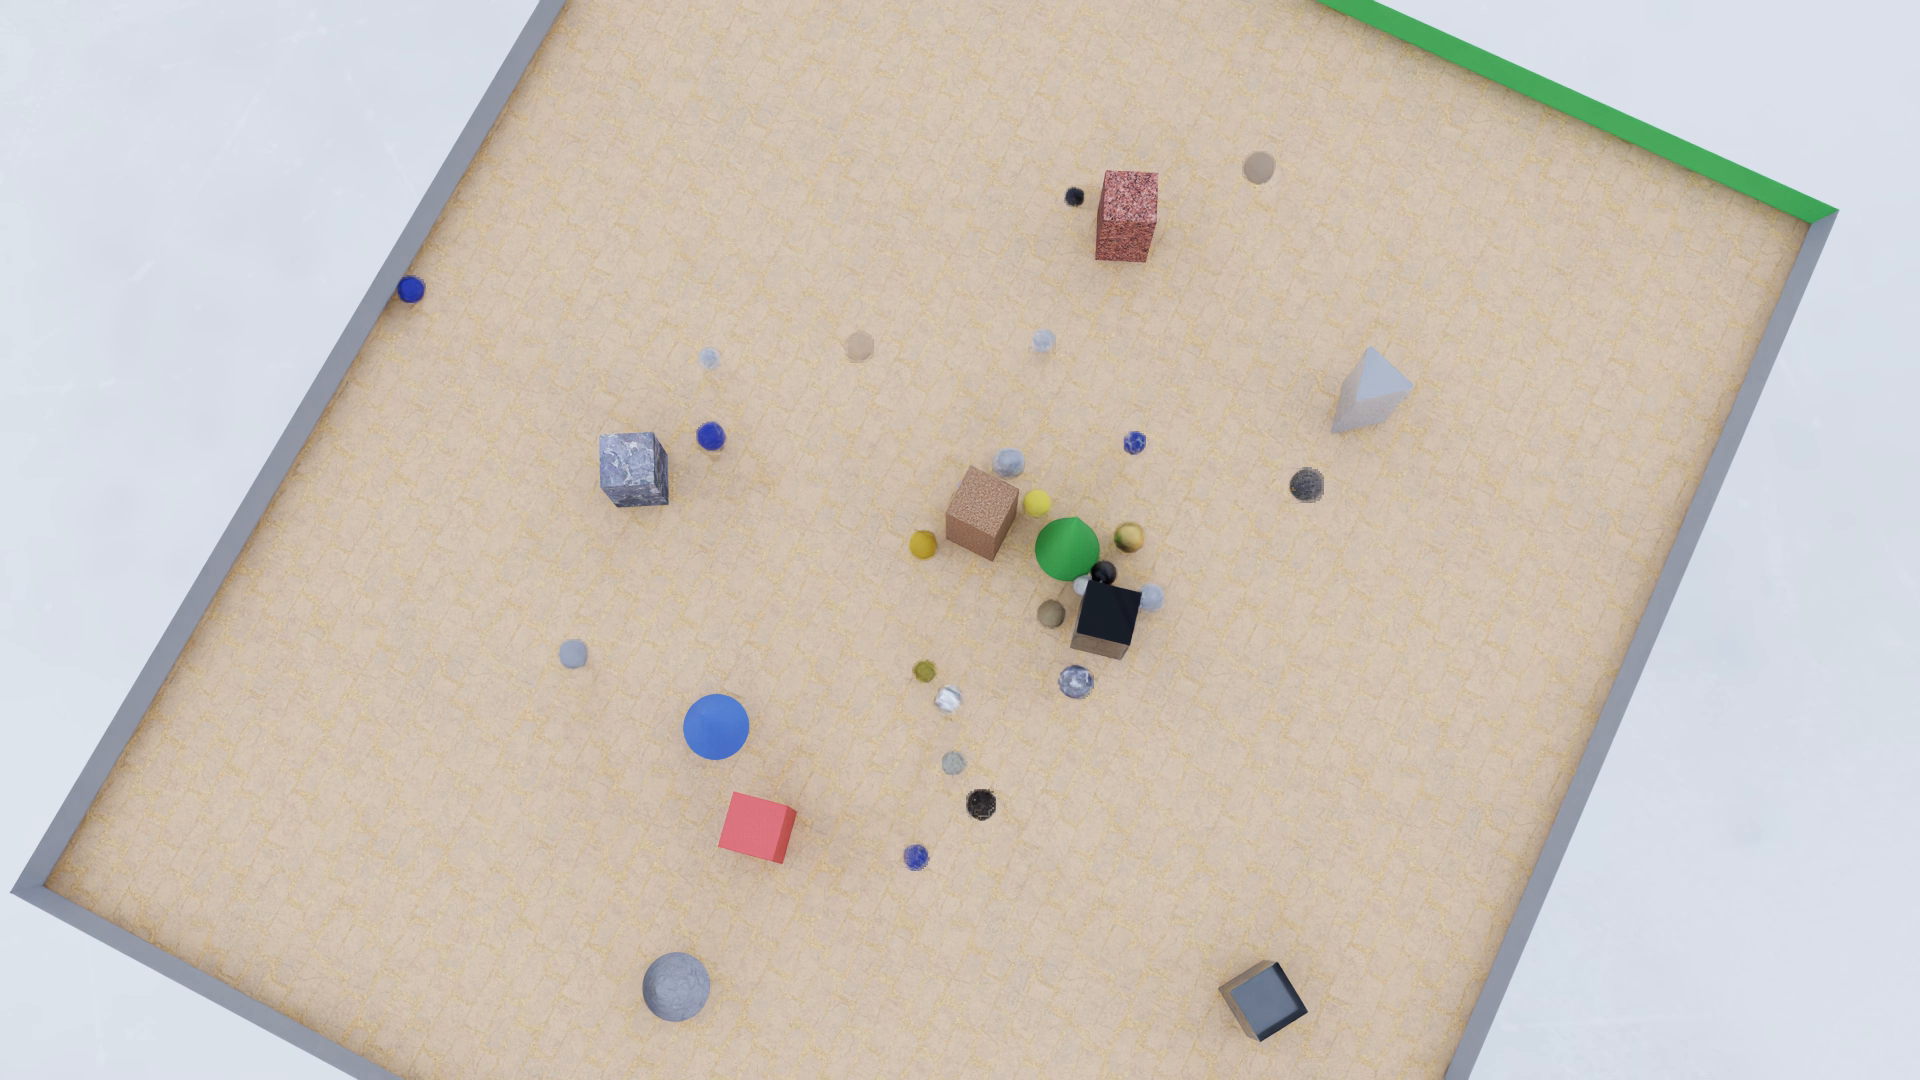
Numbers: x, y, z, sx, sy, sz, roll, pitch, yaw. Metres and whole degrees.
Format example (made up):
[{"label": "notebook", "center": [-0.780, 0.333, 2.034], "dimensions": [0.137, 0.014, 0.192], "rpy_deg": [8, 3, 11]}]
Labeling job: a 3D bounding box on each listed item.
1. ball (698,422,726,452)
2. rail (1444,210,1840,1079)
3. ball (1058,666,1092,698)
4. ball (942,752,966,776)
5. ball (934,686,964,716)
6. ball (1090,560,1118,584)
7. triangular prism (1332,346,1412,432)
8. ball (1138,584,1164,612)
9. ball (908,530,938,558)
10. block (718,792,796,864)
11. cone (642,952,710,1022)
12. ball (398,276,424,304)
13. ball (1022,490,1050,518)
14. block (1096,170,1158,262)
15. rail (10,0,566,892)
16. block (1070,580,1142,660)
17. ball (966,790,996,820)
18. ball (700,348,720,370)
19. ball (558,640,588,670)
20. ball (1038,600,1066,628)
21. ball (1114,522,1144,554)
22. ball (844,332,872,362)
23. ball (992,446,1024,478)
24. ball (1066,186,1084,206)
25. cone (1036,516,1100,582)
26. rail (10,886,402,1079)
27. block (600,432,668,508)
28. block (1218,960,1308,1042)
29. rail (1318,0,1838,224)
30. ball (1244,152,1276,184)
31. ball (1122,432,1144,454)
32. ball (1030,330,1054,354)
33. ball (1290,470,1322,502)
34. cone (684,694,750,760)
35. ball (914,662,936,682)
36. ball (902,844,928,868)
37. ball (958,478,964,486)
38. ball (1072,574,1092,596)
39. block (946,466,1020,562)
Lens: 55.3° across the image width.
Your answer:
[{"label": "ball", "center": [-0.763, -0.317, 5.638], "dimensions": [0.087, 0.087, 0.087], "rpy_deg": [0, 78, 0]}, {"label": "rail", "center": [1.751, 0.864, 5.371], "dimensions": [0.045, 0.129, 4.314], "rpy_deg": [26, 80, 5]}, {"label": "ball", "center": [0.344, 0.424, 5.478], "dimensions": [0.099, 0.099, 0.099], "rpy_deg": [0, 78, 0]}, {"label": "ball", "center": [-0.021, 0.664, 5.443], "dimensions": [0.071, 0.071, 0.071], "rpy_deg": [0, 78, 0]}, {"label": "ball", "center": [-0.033, 0.480, 5.473], "dimensions": [0.086, 0.086, 0.086], "rpy_deg": [0, 78, 0]}, {"label": "ball", "center": [0.436, 0.101, 5.555], "dimensions": [0.079, 0.079, 0.079], "rpy_deg": [0, 78, 0]}, {"label": "triangular prism", "center": [1.218, -0.460, 5.525], "dimensions": [0.172, 0.365, 0.149], "rpy_deg": [-14, 79, -3]}, {"label": "ball", "center": [0.575, 0.175, 5.536], "dimensions": [0.087, 0.087, 0.087], "rpy_deg": [0, 78, 0]}, {"label": "ball", "center": [-0.112, 0.013, 5.569], "dimensions": [0.088, 0.088, 0.088], "rpy_deg": [0, 78, 0]}, {"label": "block", "center": [-0.581, 0.833, 5.290], "dimensions": [0.159, 0.302, 0.159], "rpy_deg": [14, 79, 3]}, {"label": "cone", "center": [-0.828, 1.267, 5.168], "dimensions": [0.198, 0.366, 0.198], "rpy_deg": [0, 78, 0]}, {"label": "ball", "center": [-1.719, -0.782, 5.736], "dimensions": [0.082, 0.082, 0.082], "rpy_deg": [0, 78, 0]}, {"label": "ball", "center": [0.234, -0.110, 5.597], "dimensions": [0.084, 0.084, 0.084], "rpy_deg": [0, 78, 0]}, {"label": "block", "center": [0.512, -0.994, 5.649], "dimensions": [0.159, 0.339, 0.159], "rpy_deg": [3, 78, 1]}, {"label": "rail", "center": [-1.751, -0.851, 5.726], "dimensions": [0.045, 0.129, 4.314], "rpy_deg": [26, 80, 5]}, {"label": "block", "center": [0.429, 0.239, 5.412], "dimensions": [0.159, 0.304, 0.159], "rpy_deg": [14, 79, 3]}, {"label": "ball", "center": [0.065, 0.782, 5.409], "dimensions": [0.089, 0.089, 0.089], "rpy_deg": [0, 78, 0]}, {"label": "ball", "center": [-0.777, -0.561, 5.699], "dimensions": [0.067, 0.067, 0.067], "rpy_deg": [0, 78, 0]}, {"label": "ball", "center": [-1.160, 0.344, 5.501], "dimensions": [0.087, 0.087, 0.087], "rpy_deg": [0, 78, 0]}, {"label": "ball", "center": [0.276, 0.222, 5.527], "dimensions": [0.086, 0.086, 0.086], "rpy_deg": [0, 78, 0]}, {"label": "ball", "center": [0.514, -0.007, 5.570], "dimensions": [0.093, 0.093, 0.093], "rpy_deg": [0, 78, 0]}, {"label": "ball", "center": [-0.315, -0.599, 5.695], "dimensions": [0.089, 0.089, 0.089], "rpy_deg": [0, 78, 0]}, {"label": "ball", "center": [0.147, -0.238, 5.617], "dimensions": [0.095, 0.095, 0.095], "rpy_deg": [0, 78, 0]}, {"label": "ball", "center": [0.365, -1.089, 5.811], "dimensions": [0.060, 0.060, 0.060], "rpy_deg": [0, 78, 0]}, {"label": "cone", "center": [0.329, -0.018, 5.381], "dimensions": [0.198, 0.468, 0.198], "rpy_deg": [0, 78, 0]}, {"label": "rail", "center": [-0.954, 1.875, 5.162], "dimensions": [3.963, 0.129, 0.045], "rpy_deg": [26, 80, 5]}, {"label": "block", "center": [-0.980, -0.210, 5.520], "dimensions": [0.159, 0.274, 0.159], "rpy_deg": [-3, 78, -1]}, {"label": "block", "center": [0.861, 1.310, 5.221], "dimensions": [0.159, 0.244, 0.159], "rpy_deg": [-30, 80, -6]}, {"label": "rail", "center": [0.954, -1.861, 5.935], "dimensions": [3.963, 0.129, 0.045], "rpy_deg": [26, 80, 5]}, {"label": "ball", "center": [0.949, -1.179, 5.810], "dimensions": [0.099, 0.099, 0.099], "rpy_deg": [0, 78, 0]}, {"label": "ball", "center": [0.535, -0.297, 5.643], "dimensions": [0.068, 0.068, 0.068], "rpy_deg": [0, 78, 0]}, {"label": "ball", "center": [0.257, -0.617, 5.708], "dimensions": [0.072, 0.072, 0.072], "rpy_deg": [0, 78, 0]}, {"label": "ball", "center": [1.059, -0.167, 5.601], "dimensions": [0.099, 0.099, 0.099], "rpy_deg": [0, 78, 0]}, {"label": "cone", "center": [-0.732, 0.528, 5.341], "dimensions": [0.198, 0.325, 0.198], "rpy_deg": [0, 78, 0]}, {"label": "ball", "center": [-0.105, 0.396, 5.502], "dimensions": [0.065, 0.065, 0.065], "rpy_deg": [0, 78, 0]}, {"label": "ball", "center": [-0.132, 0.929, 5.388], "dimensions": [0.071, 0.071, 0.071], "rpy_deg": [0, 78, 0]}, {"label": "ball", "center": [0.015, -0.166, 5.628], "dimensions": [0.045, 0.045, 0.045], "rpy_deg": [0, 78, 0]}, {"label": "ball", "center": [0.374, 0.138, 5.555], "dimensions": [0.065, 0.065, 0.065], "rpy_deg": [0, 78, 0]}, {"label": "block", "center": [0.065, -0.075, 5.444], "dimensions": [0.159, 0.369, 0.159], "rpy_deg": [26, 80, 5]}]
